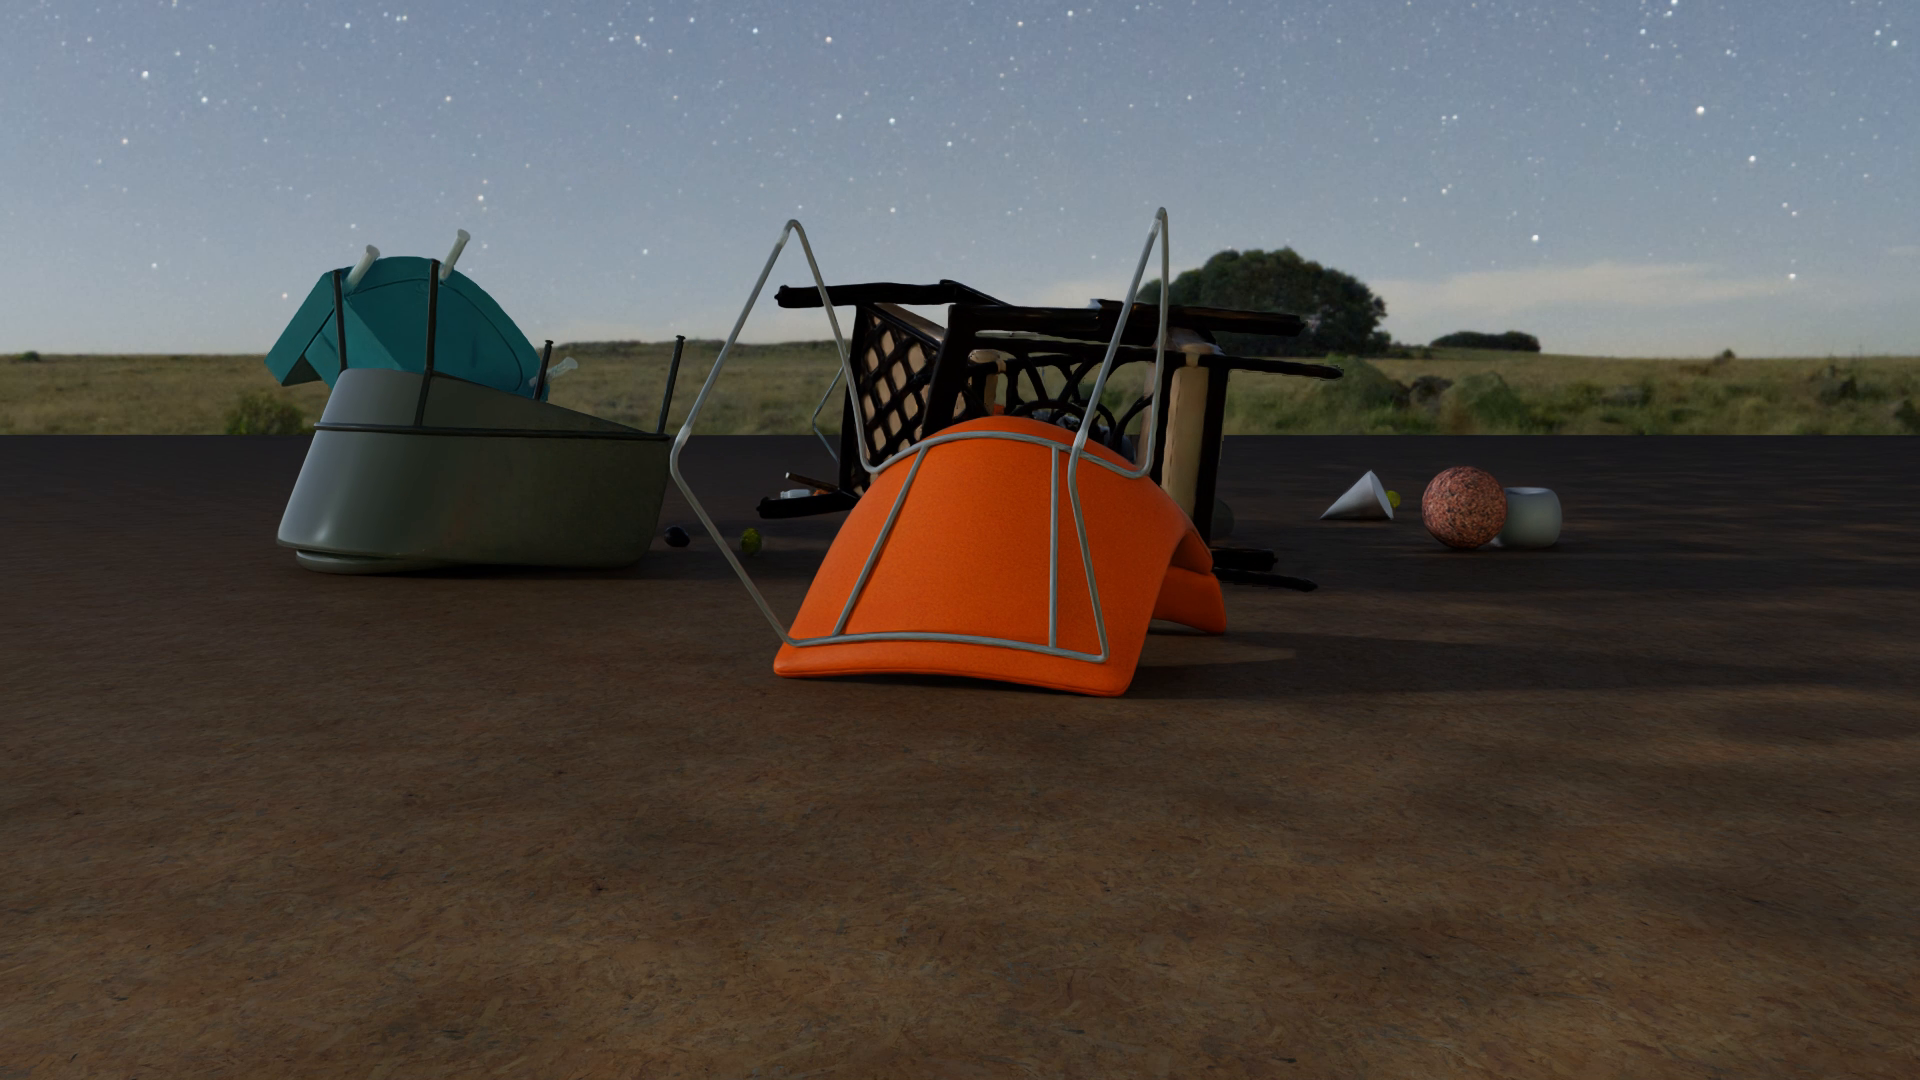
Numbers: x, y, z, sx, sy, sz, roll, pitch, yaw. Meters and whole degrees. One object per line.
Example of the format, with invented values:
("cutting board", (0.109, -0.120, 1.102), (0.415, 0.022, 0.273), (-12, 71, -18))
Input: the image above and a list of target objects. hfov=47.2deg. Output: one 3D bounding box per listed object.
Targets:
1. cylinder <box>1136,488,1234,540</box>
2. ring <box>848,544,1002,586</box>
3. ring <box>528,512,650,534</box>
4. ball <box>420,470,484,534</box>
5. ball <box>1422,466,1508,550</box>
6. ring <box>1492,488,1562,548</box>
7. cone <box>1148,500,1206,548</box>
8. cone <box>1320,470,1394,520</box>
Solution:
("cylinder", (0.681, -0.079, 6.672), (0.193, 0.131, 0.309), (22, -3, -18))
("ring", (-0.083, 0.057, 5.128), (0.358, 0.082, 0.402), (2, 4, 15))
("ring", (-1.169, -0.056, 6.939), (0.378, 0.059, 0.373), (-1, 3, -13))
("ball", (-1.572, -0.116, 6.801), (0.197, 0.197, 0.197), (0, 4, 0))
("ball", (1.409, -0.091, 6.147), (0.236, 0.236, 0.236), (0, 4, 0))
("ring", (1.622, -0.064, 6.340), (0.218, 0.157, 0.387), (-1, 5, 11))
("cone", (0.650, -0.011, 6.193), (0.114, 0.164, 0.258), (39, -30, -18))
("cone", (1.340, -0.113, 7.570), (0.234, 0.158, 0.238), (-21, -35, 19))
